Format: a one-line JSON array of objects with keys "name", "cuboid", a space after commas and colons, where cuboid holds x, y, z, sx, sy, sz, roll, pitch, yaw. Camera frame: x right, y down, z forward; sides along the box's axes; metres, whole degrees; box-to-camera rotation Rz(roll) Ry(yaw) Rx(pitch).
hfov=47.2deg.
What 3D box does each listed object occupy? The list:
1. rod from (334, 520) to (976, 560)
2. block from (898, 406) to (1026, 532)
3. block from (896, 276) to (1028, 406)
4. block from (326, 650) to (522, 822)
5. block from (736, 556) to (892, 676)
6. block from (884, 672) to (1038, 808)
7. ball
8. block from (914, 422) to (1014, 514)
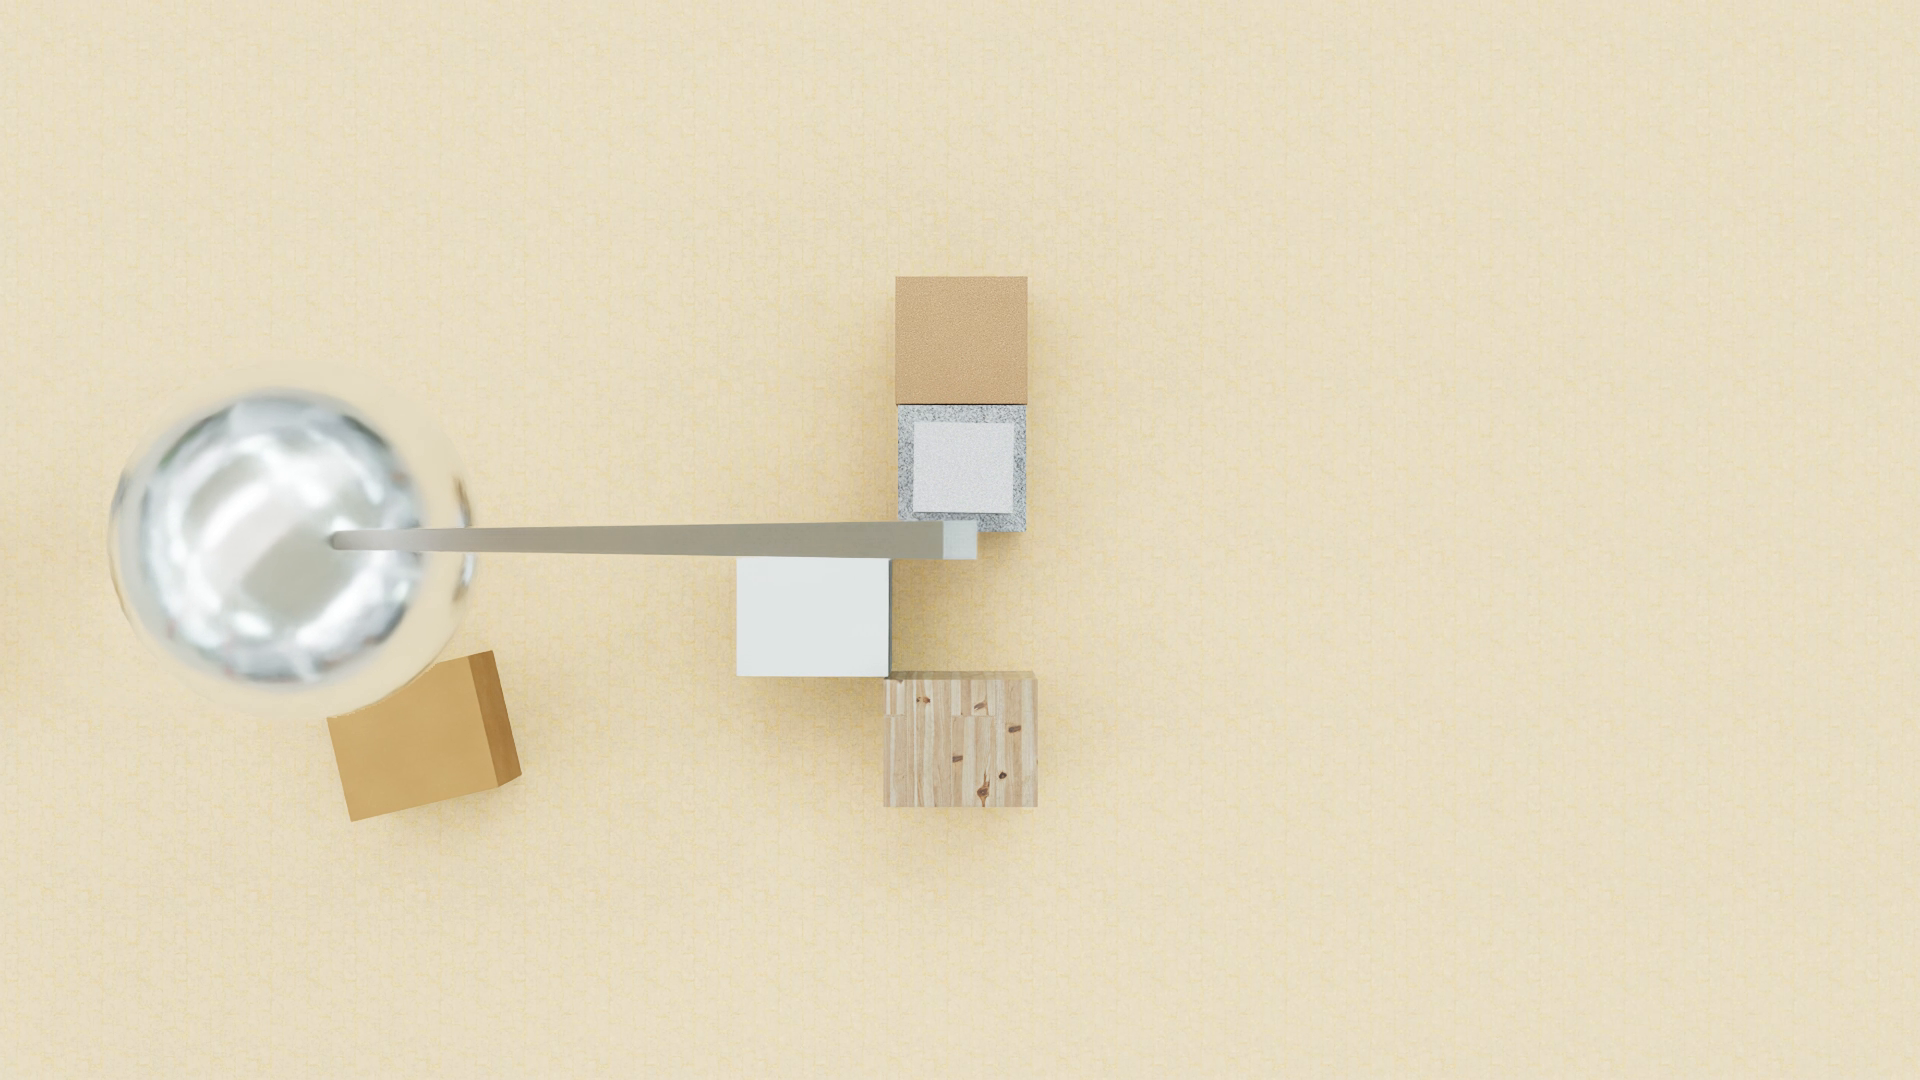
[{"name": "rod", "cuboid": [-1.271, 0.000, 6.797, 0.080, 5.200, 0.080, 0, 90, -29]}, {"name": "block", "cuboid": [0.012, -0.402, 12.675, 0.721, 0.650, 0.711, 0, 90, 0]}, {"name": "block", "cuboid": [0.009, -1.124, 12.678, 0.744, 0.644, 0.714, 0, 90, 0]}, {"name": "block", "cuboid": [-3.089, 1.116, 12.666, 0.851, 0.668, 0.758, -13, 90, 0]}, {"name": "block", "cuboid": [-0.824, 0.361, 12.643, 0.847, 0.714, 0.801, 0, 90, 0]}, {"name": "block", "cuboid": [0.003, 1.128, 12.595, 0.856, 0.810, 0.707, 0, 90, 0]}, {"name": "ball", "cuboid": [-2.933, 0.000, 9.763, 1.600, 1.600, 1.600, 0, 90, 0]}, {"name": "block", "cuboid": [0.019, -0.388, 12.069, 0.534, 0.562, 0.480, 1, 90, 0]}]
